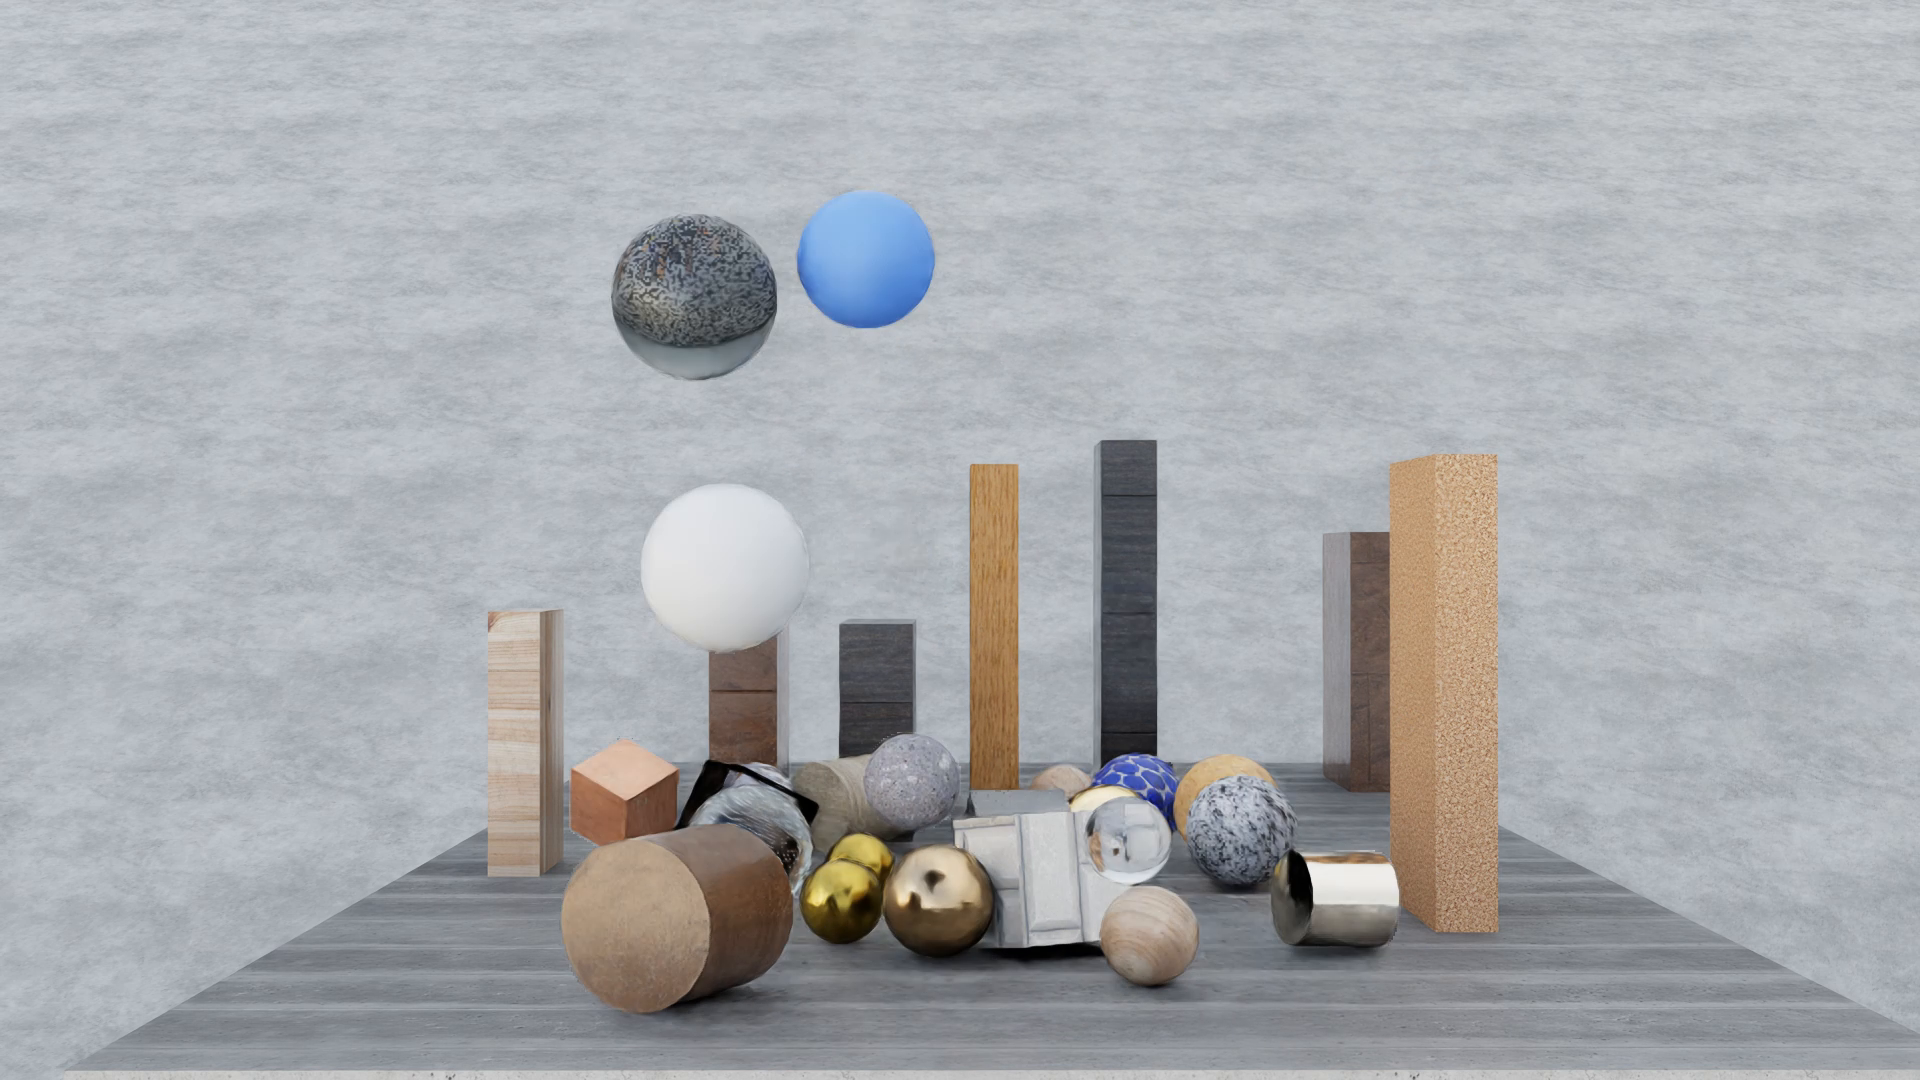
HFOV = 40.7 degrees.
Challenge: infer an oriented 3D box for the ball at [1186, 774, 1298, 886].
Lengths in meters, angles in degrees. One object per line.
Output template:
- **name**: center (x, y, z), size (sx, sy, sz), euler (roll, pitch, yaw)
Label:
- **ball**: center (0.455, 0.469, 4.185), size (0.180, 0.180, 0.180), euler (0, 31, 0)

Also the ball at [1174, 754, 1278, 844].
- **ball**: center (0.466, 0.467, 4.505), size (0.189, 0.189, 0.189), euler (0, 31, 0)

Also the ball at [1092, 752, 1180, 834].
- **ball**: center (0.321, 0.475, 4.708), size (0.175, 0.175, 0.175), euler (0, 31, 0)

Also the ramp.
- **ramp**: center (0.069, 0.613, 4.686), size (2.000, 0.100, 4.000), euler (0, 0, 0)

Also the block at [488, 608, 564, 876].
- **block**: center (-0.744, 0.341, 4.446), size (0.086, 0.441, 0.264), euler (0, 0, 0)

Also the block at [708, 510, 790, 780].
- **block**: center (-0.435, 0.251, 5.377), size (0.136, 0.632, 0.383), euler (0, 0, 0)

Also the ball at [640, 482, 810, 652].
- **ball**: center (-0.241, 0.028, 2.660), size (0.174, 0.174, 0.174), euler (0, 31, 0)

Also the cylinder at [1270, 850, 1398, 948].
- **cylinder**: center (0.505, 0.484, 3.492), size (0.127, 0.127, 0.127), euler (4, 29, -18)

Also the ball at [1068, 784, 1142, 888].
- **ball**: center (0.233, 0.473, 4.090), size (0.173, 0.173, 0.173), euler (0, 31, 0)

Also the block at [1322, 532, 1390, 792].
- **block**: center (0.940, 0.277, 6.069), size (0.117, 0.588, 0.443), euler (0, 0, 0)

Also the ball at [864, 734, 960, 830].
- **ball**: center (-0.061, 0.306, 3.282), size (0.122, 0.122, 0.122), euler (0, 31, 0)

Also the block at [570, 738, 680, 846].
- **block**: center (-0.510, 0.393, 3.935), size (0.113, 0.113, 0.113), euler (26, 36, 29)

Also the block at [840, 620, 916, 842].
- **block**: center (-0.157, 0.361, 5.028), size (0.137, 0.407, 0.375), euler (0, 0, 0)

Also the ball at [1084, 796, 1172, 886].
- **ball**: center (0.213, 0.381, 3.283), size (0.113, 0.113, 0.113), euler (0, 31, 0)

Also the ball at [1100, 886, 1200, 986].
- **ball**: center (0.236, 0.492, 3.221), size (0.123, 0.123, 0.123), euler (0, 31, 0)

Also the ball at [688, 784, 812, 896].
- **ball**: center (-0.316, 0.461, 3.860), size (0.193, 0.193, 0.193), euler (0, 31, 0)

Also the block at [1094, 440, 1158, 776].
- **block**: center (0.357, 0.179, 5.612), size (0.118, 0.778, 0.312), euler (0, 0, 0)

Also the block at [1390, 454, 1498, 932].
- **block**: center (0.718, 0.218, 3.866), size (0.089, 0.678, 0.385), euler (0, 0, 0)

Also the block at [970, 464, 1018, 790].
- **block**: center (0.066, 0.211, 5.164), size (0.092, 0.710, 0.408), euler (0, 0, 0)

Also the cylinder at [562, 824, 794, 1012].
- **cylinder**: center (-0.338, 0.452, 3.115), size (0.203, 0.203, 0.203), euler (15, 6, 24)

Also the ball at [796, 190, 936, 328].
- **ball**: center (-0.106, -0.315, 2.911), size (0.155, 0.155, 0.155), euler (0, 31, 0)

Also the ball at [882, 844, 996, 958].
- **ball**: center (-0.028, 0.478, 3.431), size (0.150, 0.150, 0.150), euler (0, 31, 0)

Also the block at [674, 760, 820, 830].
- **block**: center (-0.349, 0.458, 4.178), size (0.151, 0.151, 0.151), euler (29, -13, -24)

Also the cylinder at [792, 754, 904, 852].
- **cylinder**: center (-0.199, 0.477, 4.725), size (0.162, 0.162, 0.162), euler (-4, 25, -46)

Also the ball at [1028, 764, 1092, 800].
- **ball**: center (0.195, 0.495, 4.908), size (0.138, 0.138, 0.138), euler (0, 31, 0)

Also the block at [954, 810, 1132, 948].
- **block**: center (0.113, 0.458, 3.508), size (0.172, 0.172, 0.172), euler (0, -8, -28)

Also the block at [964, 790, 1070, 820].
- **block**: center (0.085, 0.458, 3.724), size (0.140, 0.140, 0.140), euler (0, 35, -13)

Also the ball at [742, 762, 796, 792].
- **ball**: center (-0.369, 0.479, 4.668), size (0.154, 0.154, 0.154), euler (0, 31, 0)

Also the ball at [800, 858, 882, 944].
- **ball**: center (-0.163, 0.498, 3.567), size (0.116, 0.116, 0.116), euler (0, 31, 0)

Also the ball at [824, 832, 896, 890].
- **ball**: center (-0.153, 0.503, 3.964), size (0.111, 0.111, 0.111), euler (0, 31, 0)

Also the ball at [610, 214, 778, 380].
- **ball**: center (-0.294, -0.269, 2.870), size (0.185, 0.185, 0.185), euler (0, 31, 0)
